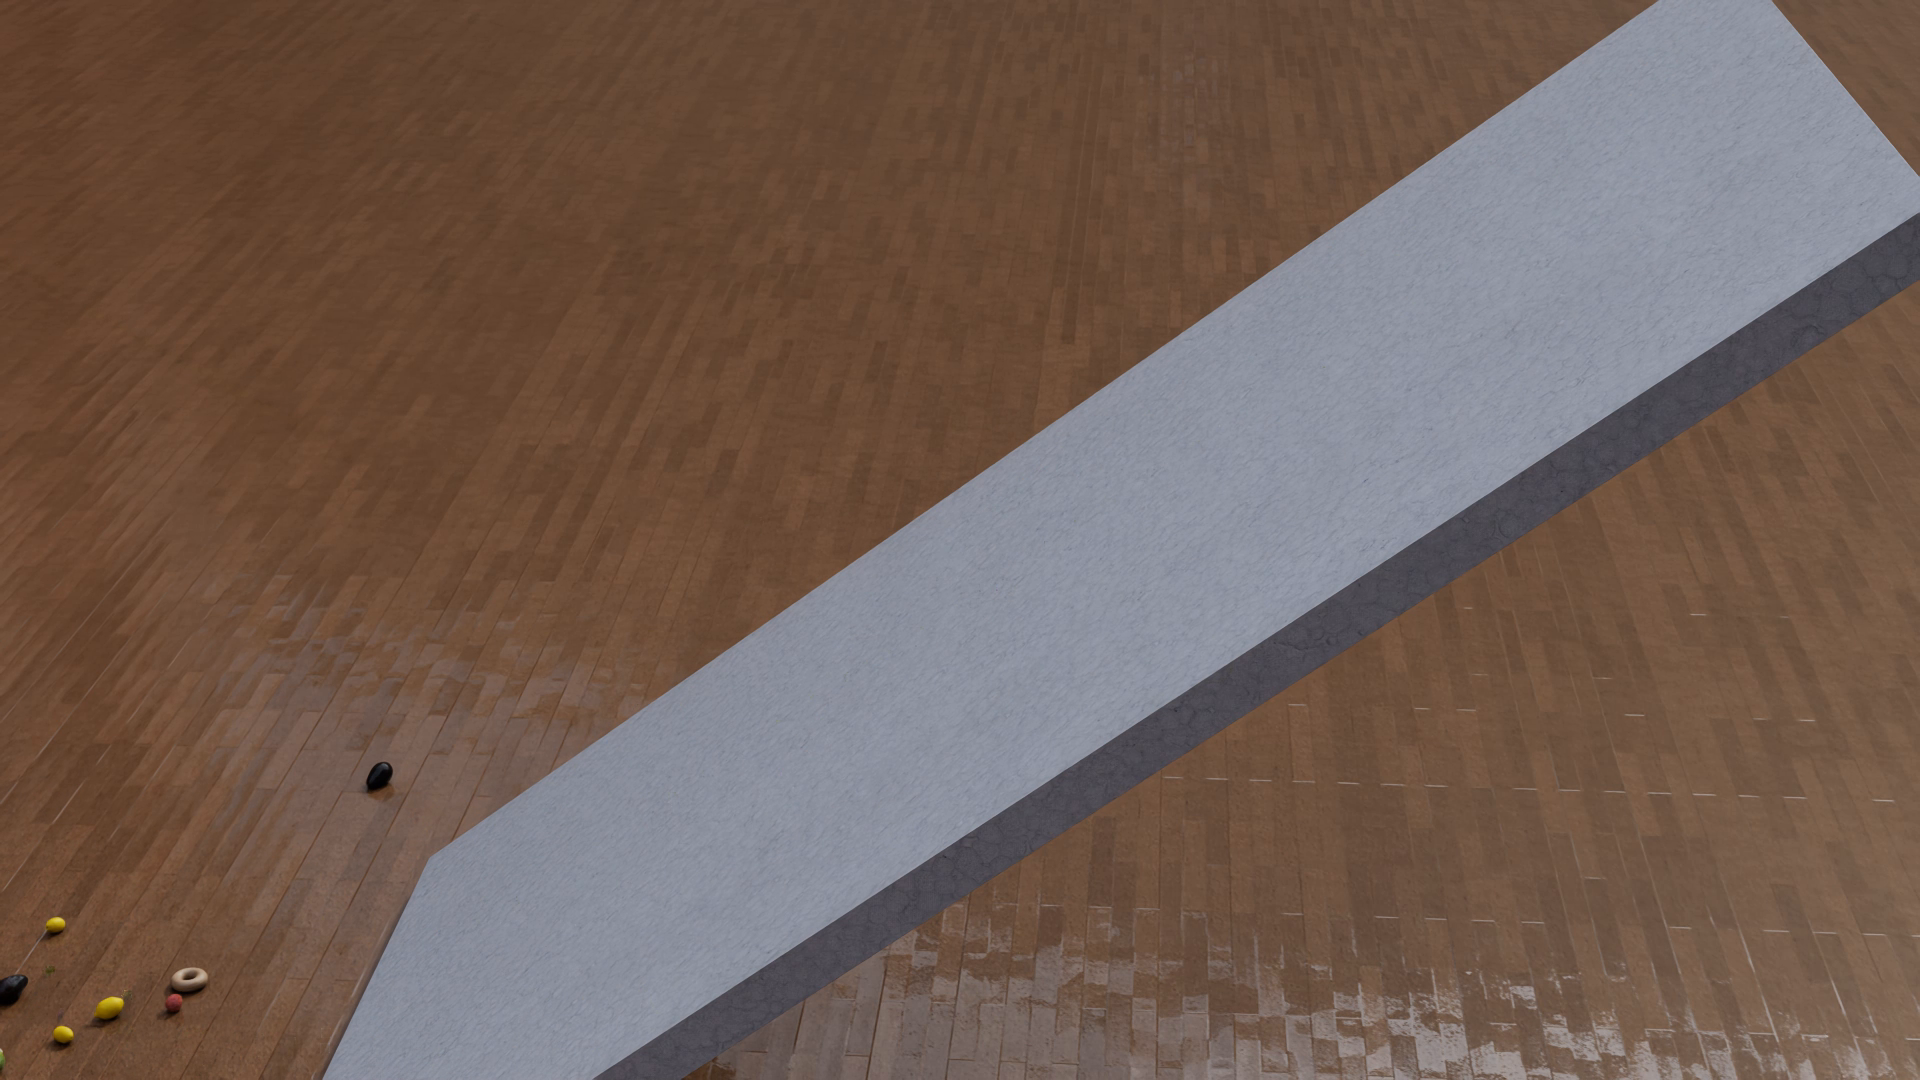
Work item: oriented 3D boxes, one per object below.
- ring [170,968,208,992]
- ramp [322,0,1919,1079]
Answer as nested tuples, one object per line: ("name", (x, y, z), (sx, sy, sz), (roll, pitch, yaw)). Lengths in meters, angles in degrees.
("ring", (-1.930, 1.101, 7.364), (0.093, 0.031, 0.093), (-1, 22, 0))
("ramp", (0.127, 0.180, 6.326), (4.000, 0.100, 2.000), (-35, 16, 17))
